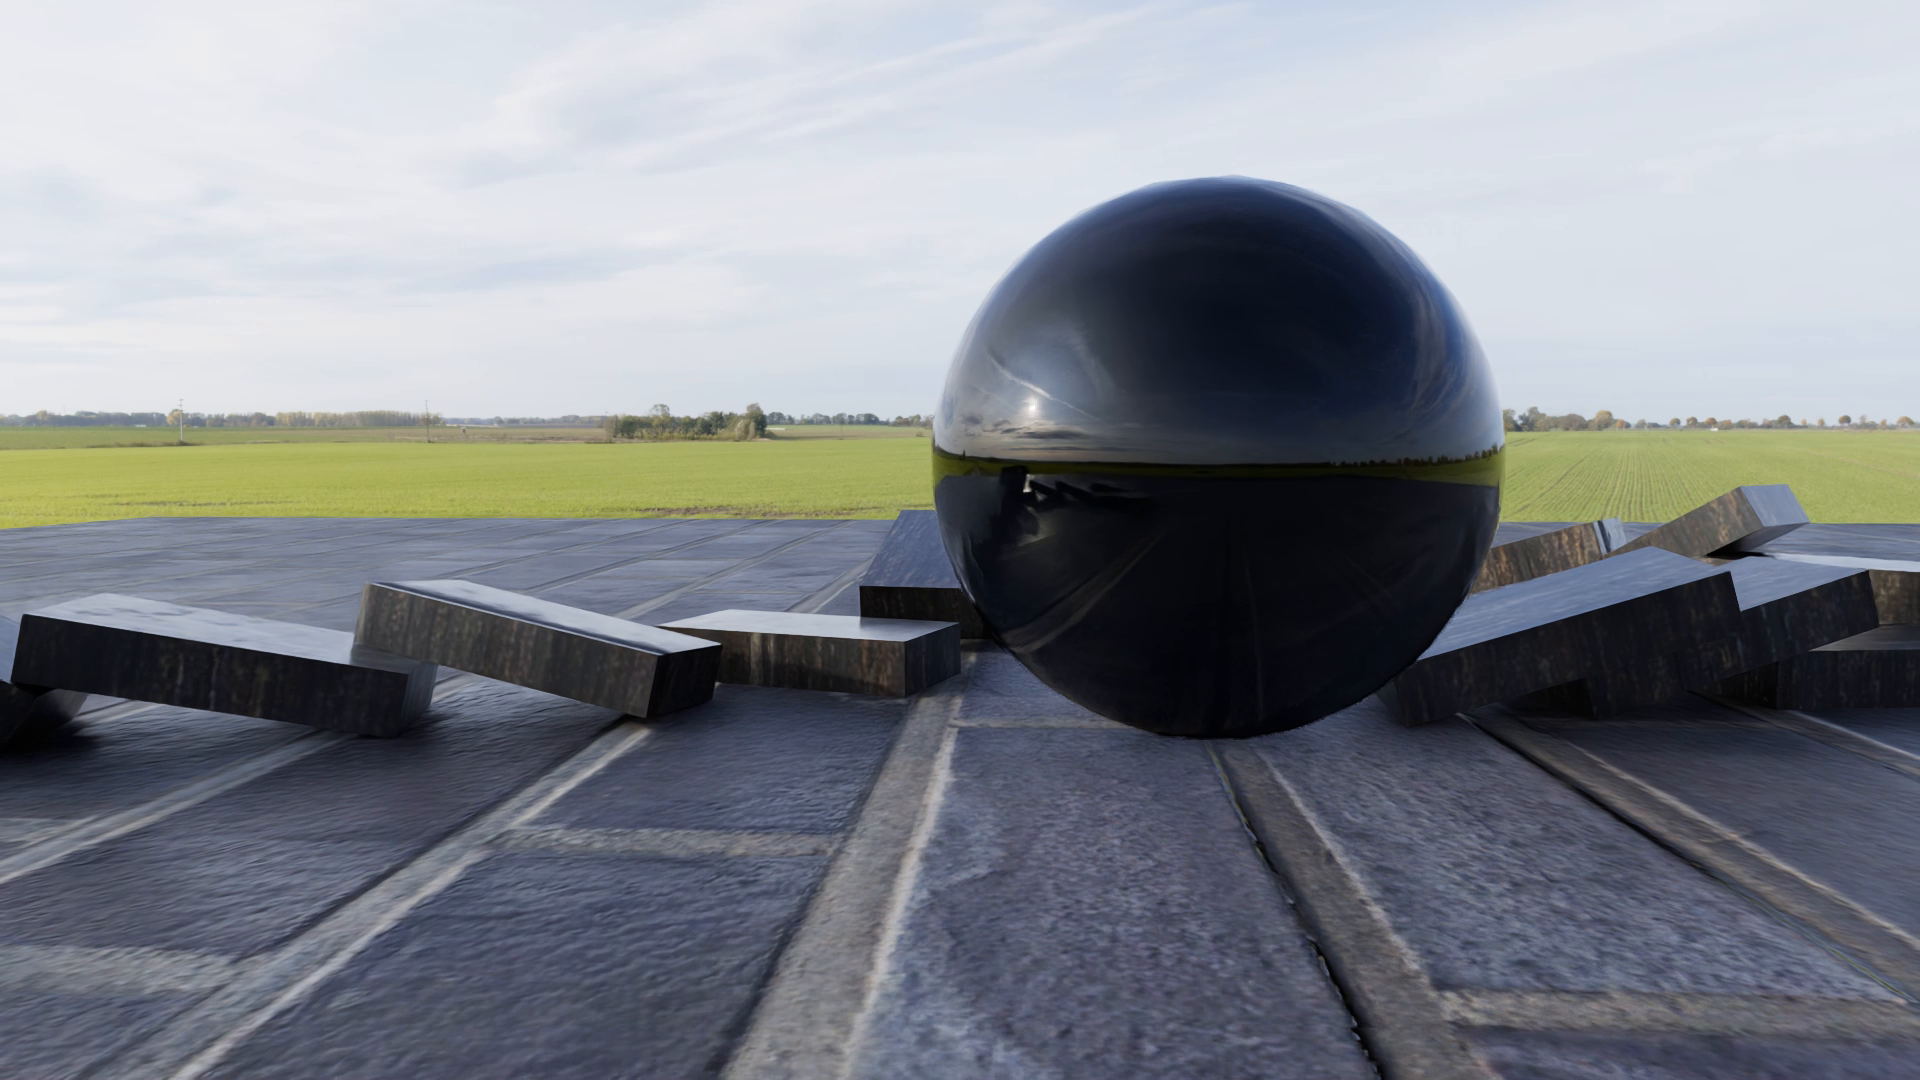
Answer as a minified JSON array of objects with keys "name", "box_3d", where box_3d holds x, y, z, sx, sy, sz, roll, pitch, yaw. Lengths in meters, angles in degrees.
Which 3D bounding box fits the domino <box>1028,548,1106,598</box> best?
[{"name":"domino","box_3d":[0.028,0.009,0.383,0.025,0.009,0.050,1,4,14]}]

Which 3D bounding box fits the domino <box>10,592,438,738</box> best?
[{"name":"domino","box_3d":[-0.107,0.018,0.192,0.050,0.009,0.025,11,2,-12]}]

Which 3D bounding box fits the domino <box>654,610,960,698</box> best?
[{"name":"domino","box_3d":[-0.028,0.020,0.236,0.050,0.009,0.025,2,5,22]}]

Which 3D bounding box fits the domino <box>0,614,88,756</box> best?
[{"name":"domino","box_3d":[-0.152,0.012,0.180,0.050,0.010,0.025,32,-4,-15]}]

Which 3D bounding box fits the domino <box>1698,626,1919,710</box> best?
[{"name":"domino","box_3d":[0.154,0.021,0.220,0.050,0.010,0.025,0,4,-6]}]

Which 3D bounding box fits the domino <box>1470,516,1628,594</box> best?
[{"name":"domino","box_3d":[0.137,0.006,0.321,0.050,0.009,0.025,-20,-10,39]}]

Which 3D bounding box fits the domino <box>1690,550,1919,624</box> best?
[{"name":"domino","box_3d":[0.177,0.009,0.255,0.025,0.009,0.050,-3,5,-38]}]

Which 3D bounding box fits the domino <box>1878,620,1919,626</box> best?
[{"name":"domino","box_3d":[0.182,0.018,0.260,0.050,0.009,0.025,-3,5,-37]}]

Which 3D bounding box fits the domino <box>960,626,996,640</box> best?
[{"name":"domino","box_3d":[-0.001,0.009,0.302,0.025,0.010,0.050,0,19,5]}]

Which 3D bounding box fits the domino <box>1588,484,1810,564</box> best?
[{"name":"domino","box_3d":[0.160,0.004,0.289,0.025,0.009,0.050,-3,-25,-38]}]

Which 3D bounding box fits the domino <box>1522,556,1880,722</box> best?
[{"name":"domino","box_3d":[0.118,0.015,0.212,0.050,0.010,0.025,-16,6,-6]}]

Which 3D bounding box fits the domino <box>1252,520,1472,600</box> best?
[{"name":"domino","box_3d":[0.107,0.006,0.344,0.050,0.009,0.025,-16,-7,38]}]

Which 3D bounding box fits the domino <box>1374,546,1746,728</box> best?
[{"name":"domino","box_3d":[0.090,0.015,0.202,0.050,0.010,0.025,-17,7,6]}]

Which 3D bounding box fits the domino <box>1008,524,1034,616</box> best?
[{"name":"domino","box_3d":[0.006,0.007,0.339,0.025,0.010,0.050,0,16,5]}]

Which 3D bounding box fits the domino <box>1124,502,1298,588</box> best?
[{"name":"domino","box_3d":[0.075,0.001,0.385,0.050,0.025,0.009,0,4,2]}]

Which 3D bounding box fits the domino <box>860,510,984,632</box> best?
[{"name":"domino","box_3d":[-0.005,0.006,0.283,0.025,0.009,0.050,1,19,8]}]

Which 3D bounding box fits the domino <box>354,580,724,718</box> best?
[{"name":"domino","box_3d":[-0.067,0.017,0.206,0.050,0.009,0.025,12,2,12]}]

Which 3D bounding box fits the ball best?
[{"name":"ball","box_3d":[0.036,-0.011,0.186,0.080,0.080,0.080,0,4,0]}]
